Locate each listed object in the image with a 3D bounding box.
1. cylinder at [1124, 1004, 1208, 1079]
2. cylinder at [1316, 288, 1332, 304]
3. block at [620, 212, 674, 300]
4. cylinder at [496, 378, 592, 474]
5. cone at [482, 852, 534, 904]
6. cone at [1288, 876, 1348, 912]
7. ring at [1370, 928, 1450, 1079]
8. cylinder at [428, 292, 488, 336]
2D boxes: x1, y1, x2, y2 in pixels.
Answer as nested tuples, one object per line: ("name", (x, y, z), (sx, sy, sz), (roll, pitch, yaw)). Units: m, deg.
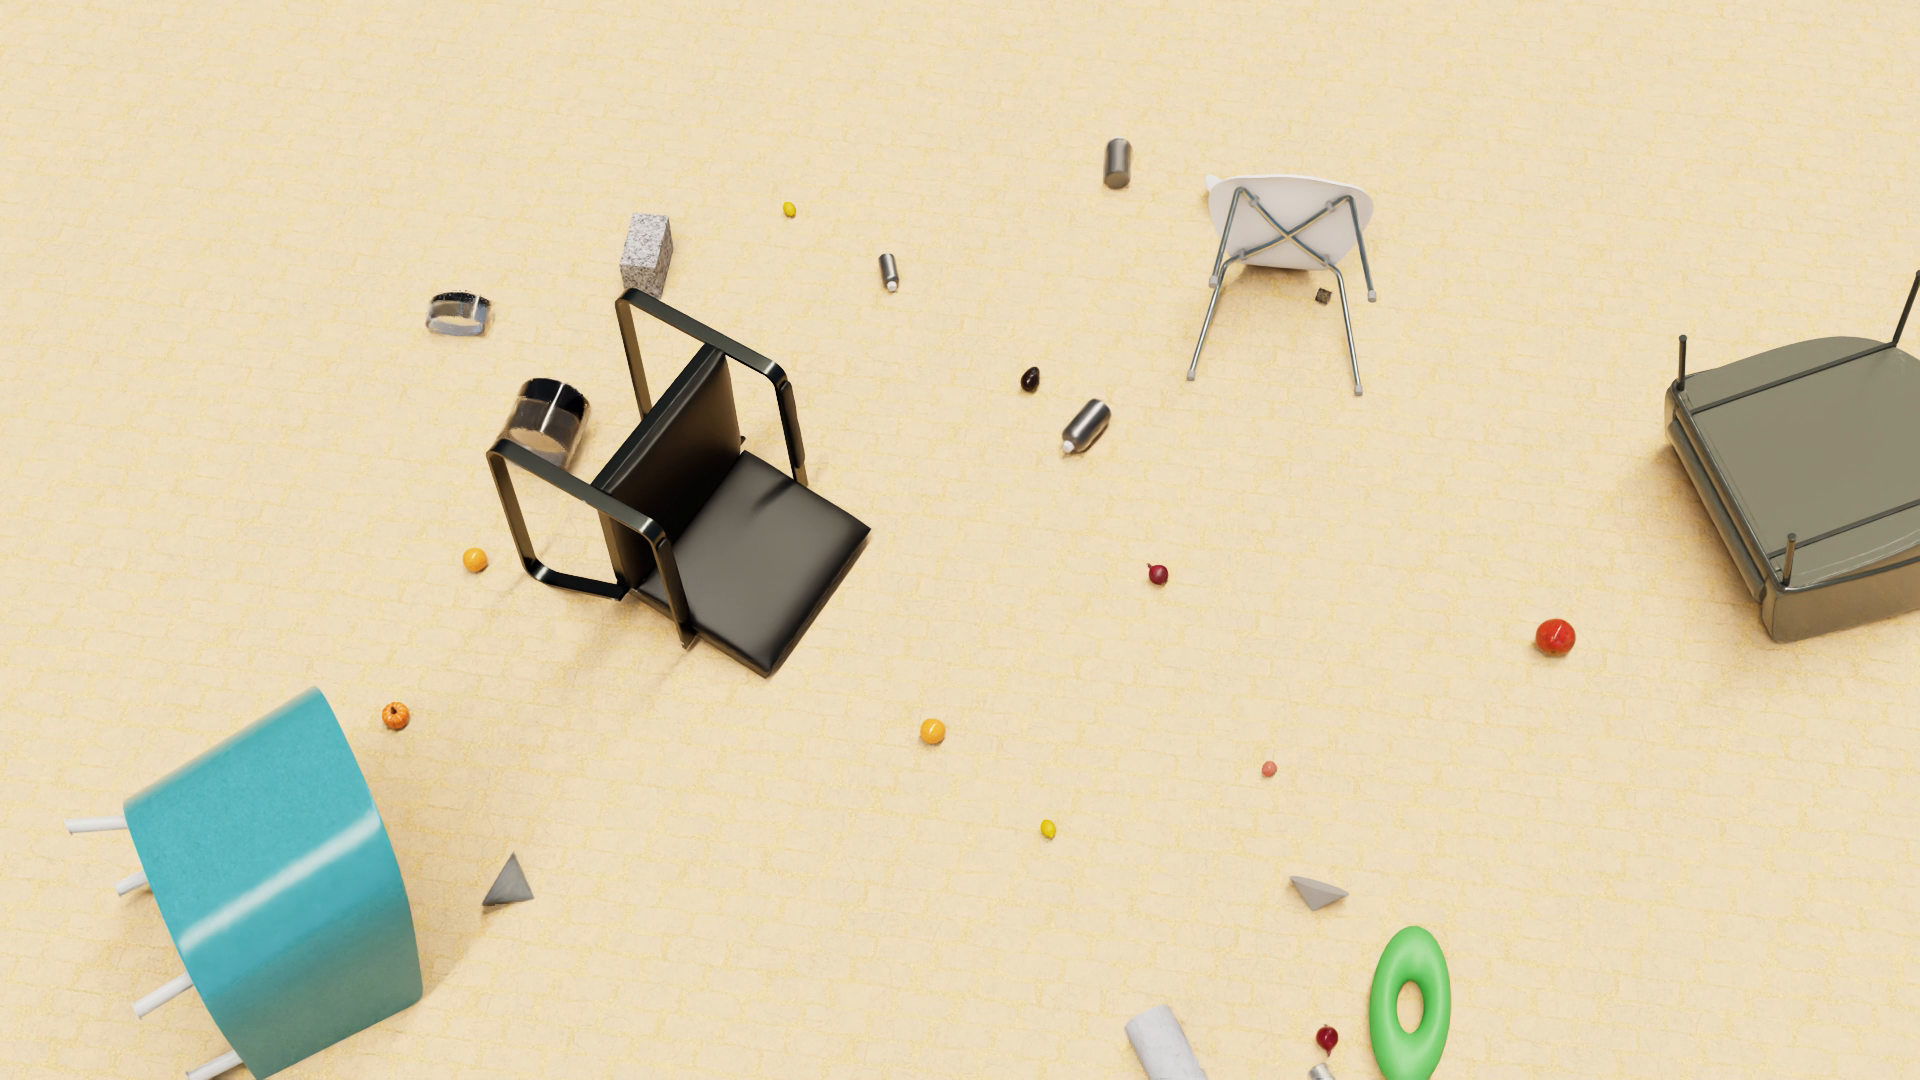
("cylinder", (0.540, 1.340, 5.598), (0.132, 0.128, 0.282), (-11, 55, -26))
("cylinder", (1.170, -0.785, 7.075), (0.040, 0.043, 0.044), (23, 76, 15))
("block", (-1.010, -0.915, 7.093), (0.117, 0.158, 0.221), (5, 56, 4))
("cylinder", (-1.261, -0.344, 6.668), (0.240, 0.221, 0.196), (-10, 49, 34))
("cone", (-1.194, 0.937, 5.918), (0.115, 0.098, 0.171), (32, 56, -7))
("cone", (0.954, 0.962, 5.901), (0.168, 0.114, 0.074), (15, 95, 15))
("ring", (1.167, 1.210, 5.700), (0.208, 0.105, 0.455), (8, 56, 7))
("cylinder", (-1.596, -0.718, 6.997), (0.193, 0.097, 0.099), (-13, 36, 0))
